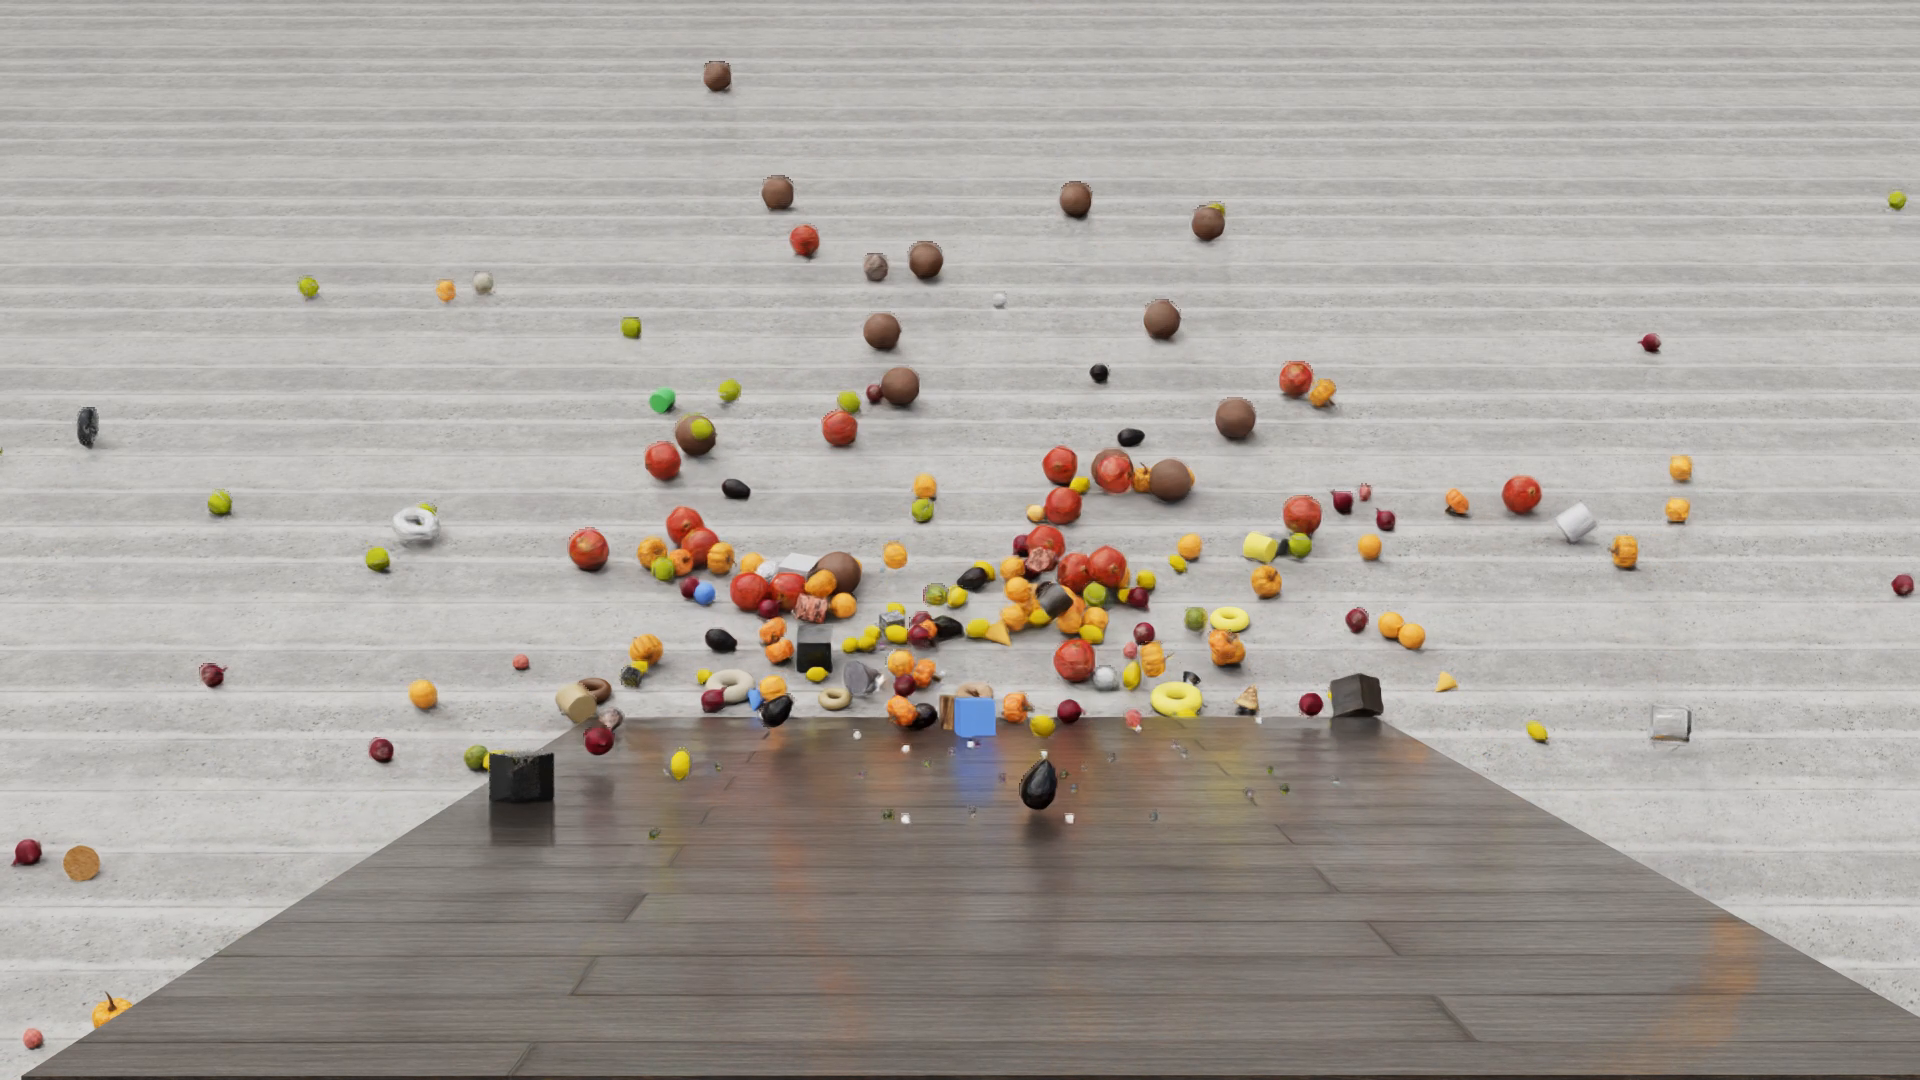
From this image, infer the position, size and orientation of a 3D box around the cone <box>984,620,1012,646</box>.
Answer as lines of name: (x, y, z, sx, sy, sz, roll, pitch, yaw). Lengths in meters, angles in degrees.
cone: (0.119, 0.269, 7.107, 0.072, 0.072, 0.072, 45, 45, 19)

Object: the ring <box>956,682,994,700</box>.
ring: (0.038, 0.411, 6.819, 0.106, 0.035, 0.106, 0, 25, 0)

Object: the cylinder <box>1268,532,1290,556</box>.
cylinder: (0.932, 0.012, 7.598, 0.053, 0.053, 0.053, 24, 35, 39)

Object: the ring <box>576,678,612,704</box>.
ring: (-0.977, 0.401, 6.840, 0.109, 0.036, 0.109, -1, 26, 0)

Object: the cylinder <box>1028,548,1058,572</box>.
cylinder: (0.236, 0.057, 7.333, 0.066, 0.066, 0.066, 12, 1, 23)

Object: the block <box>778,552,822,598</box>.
block: (-0.456, 0.104, 7.372, 0.092, 0.092, 0.092, 9, 28, 18)

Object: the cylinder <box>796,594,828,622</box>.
cylinder: (-0.415, 0.190, 7.202, 0.072, 0.072, 0.072, 10, 24, -15)

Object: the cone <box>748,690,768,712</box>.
cone: (-0.539, 0.431, 6.791, 0.054, 0.054, 0.054, 5, 54, 11)

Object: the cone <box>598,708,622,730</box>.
cone: (-0.843, 0.445, 6.218, 0.058, 0.058, 0.058, -2, 24, -4)

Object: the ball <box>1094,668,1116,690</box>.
ball: (0.386, 0.369, 6.876, 0.059, 0.059, 0.059, 0, 27, 0)

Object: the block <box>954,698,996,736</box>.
block: (0.036, 0.418, 6.107, 0.084, 0.084, 0.084, 0, 1, -10)

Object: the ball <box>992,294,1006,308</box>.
ball: (0.144, -0.871, 9.372, 0.051, 0.051, 0.051, 0, 27, 0)

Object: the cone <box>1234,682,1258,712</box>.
cone: (0.763, 0.404, 6.767, 0.070, 0.070, 0.070, 19, 6, -2)

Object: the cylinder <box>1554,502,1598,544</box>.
cylinder: (1.825, -0.052, 7.647, 0.091, 0.091, 0.091, -34, 28, 5)

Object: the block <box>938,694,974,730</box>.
block: (-0.008, 0.418, 6.281, 0.078, 0.078, 0.078, 0, 1, -8)

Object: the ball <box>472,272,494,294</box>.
ball: (-1.755, -0.944, 9.491, 0.076, 0.076, 0.076, 0, 27, 0)

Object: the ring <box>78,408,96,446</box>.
ring: (-2.795, -0.361, 8.265, 0.041, 0.122, 0.122, 9, 24, -13)

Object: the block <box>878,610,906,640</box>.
block: (-0.188, 0.235, 7.151, 0.054, 0.054, 0.054, -13, 29, -24)

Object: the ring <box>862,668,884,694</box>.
ring: (-0.256, 0.377, 6.888, 0.108, 0.036, 0.108, -1, 28, 0)

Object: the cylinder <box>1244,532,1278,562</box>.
cylinder: (0.879, 0.023, 7.555, 0.073, 0.073, 0.073, 18, 32, 32)

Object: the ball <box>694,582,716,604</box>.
ball: (-0.721, 0.152, 7.307, 0.062, 0.062, 0.062, 0, 27, 0)

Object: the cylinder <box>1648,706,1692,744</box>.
cylinder: (1.823, 0.475, 6.627, 0.092, 0.092, 0.092, 4, 27, 7)

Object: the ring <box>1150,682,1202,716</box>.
ring: (0.570, 0.419, 6.792, 0.138, 0.046, 0.138, 0, 28, 0)

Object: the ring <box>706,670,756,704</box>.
ring: (-0.609, 0.388, 6.854, 0.136, 0.045, 0.136, -1, 28, 0)

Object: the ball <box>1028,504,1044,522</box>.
ball: (0.228, -0.080, 7.786, 0.051, 0.051, 0.051, 0, 27, 0)

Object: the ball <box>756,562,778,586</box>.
ball: (-0.550, 0.097, 7.407, 0.072, 0.072, 0.072, 0, 27, 0)

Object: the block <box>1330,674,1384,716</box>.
block: (1.027, 0.408, 6.686, 0.093, 0.093, 0.093, -21, -25, 38)

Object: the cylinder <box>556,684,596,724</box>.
cylinder: (-1.003, 0.426, 6.739, 0.080, 0.080, 0.080, -15, 30, -28)

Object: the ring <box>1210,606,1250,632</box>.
ring: (0.752, 0.222, 7.198, 0.110, 0.037, 0.110, -1, 27, 1)

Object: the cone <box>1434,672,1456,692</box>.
cone: (1.283, 0.389, 6.875, 0.056, 0.056, 0.056, -43, 38, -6)

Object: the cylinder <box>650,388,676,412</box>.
cylinder: (-0.983, -0.464, 8.539, 0.065, 0.065, 0.065, 9, 28, 17)

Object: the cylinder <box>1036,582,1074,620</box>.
cylinder: (0.263, 0.169, 7.113, 0.077, 0.077, 0.077, -38, 32, 1)

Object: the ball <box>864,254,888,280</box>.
ball: (-0.313, -1.015, 9.612, 0.094, 0.094, 0.094, 0, 27, 0)

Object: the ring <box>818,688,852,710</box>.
ring: (-0.330, 0.419, 6.811, 0.090, 0.030, 0.090, 0, 28, 0)

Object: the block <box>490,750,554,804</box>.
block: (-0.822, 0.444, 4.842, 0.087, 0.087, 0.087, -1, 2, -40)

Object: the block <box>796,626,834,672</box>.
block: (-0.393, 0.296, 6.986, 0.093, 0.093, 0.093, 0, 27, 0)

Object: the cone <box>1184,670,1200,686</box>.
cone: (0.607, 0.385, 6.885, 0.051, 0.051, 0.051, 16, 57, 28)

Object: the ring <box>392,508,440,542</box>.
ring: (-1.615, -0.046, 7.659, 0.139, 0.046, 0.139, 10, 35, -7)

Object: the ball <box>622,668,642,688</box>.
ball: (-0.875, 0.366, 6.888, 0.054, 0.054, 0.054, 0, 27, 0)

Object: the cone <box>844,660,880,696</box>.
cone: (-0.244, 0.359, 6.840, 0.092, 0.092, 0.092, -8, 25, -44)

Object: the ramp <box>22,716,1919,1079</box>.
ramp: (0.060, 0.543, 4.579, 2.000, 0.100, 4.000, 0, 1, 0)
